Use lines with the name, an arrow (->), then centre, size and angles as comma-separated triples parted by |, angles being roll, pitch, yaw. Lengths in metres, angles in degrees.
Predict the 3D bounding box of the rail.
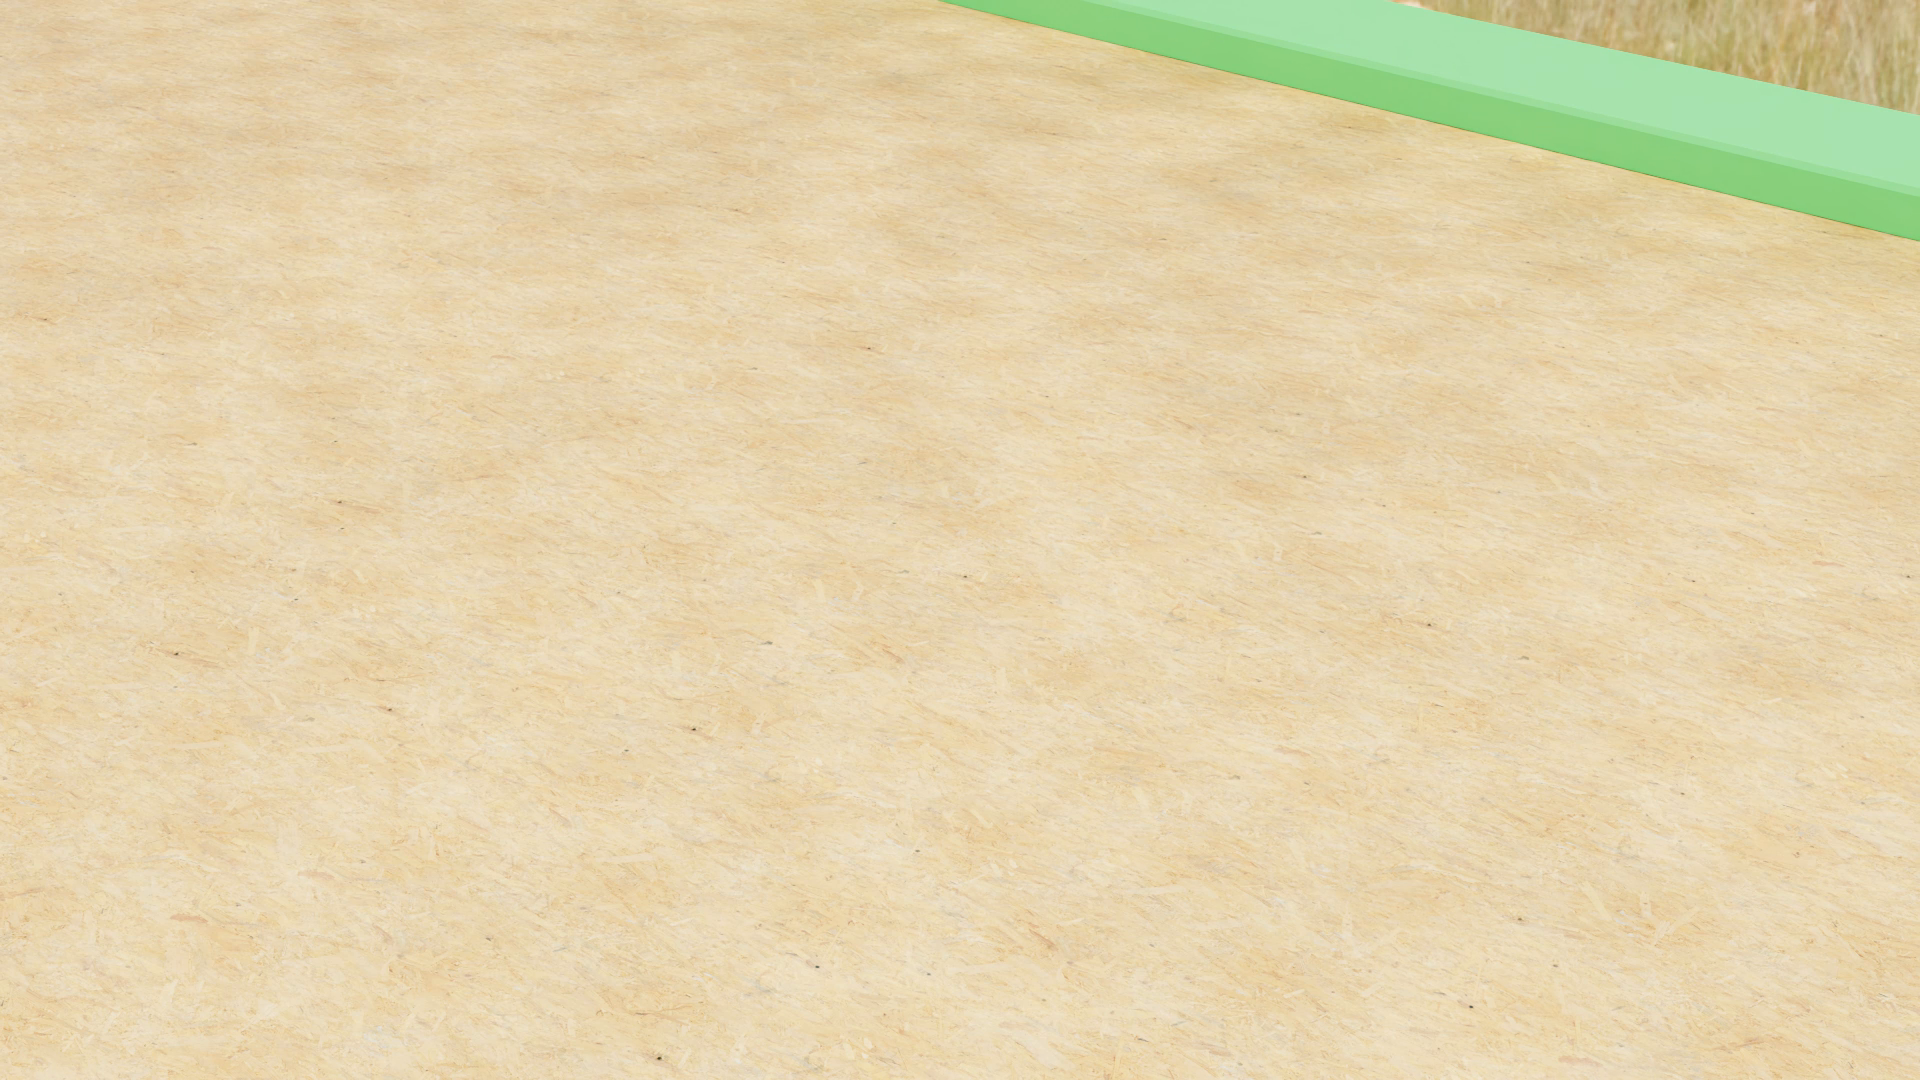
rail -> 0.095, -0.720, 3.783 | 4.480, 0.127, 0.045 | 22, 33, 40
